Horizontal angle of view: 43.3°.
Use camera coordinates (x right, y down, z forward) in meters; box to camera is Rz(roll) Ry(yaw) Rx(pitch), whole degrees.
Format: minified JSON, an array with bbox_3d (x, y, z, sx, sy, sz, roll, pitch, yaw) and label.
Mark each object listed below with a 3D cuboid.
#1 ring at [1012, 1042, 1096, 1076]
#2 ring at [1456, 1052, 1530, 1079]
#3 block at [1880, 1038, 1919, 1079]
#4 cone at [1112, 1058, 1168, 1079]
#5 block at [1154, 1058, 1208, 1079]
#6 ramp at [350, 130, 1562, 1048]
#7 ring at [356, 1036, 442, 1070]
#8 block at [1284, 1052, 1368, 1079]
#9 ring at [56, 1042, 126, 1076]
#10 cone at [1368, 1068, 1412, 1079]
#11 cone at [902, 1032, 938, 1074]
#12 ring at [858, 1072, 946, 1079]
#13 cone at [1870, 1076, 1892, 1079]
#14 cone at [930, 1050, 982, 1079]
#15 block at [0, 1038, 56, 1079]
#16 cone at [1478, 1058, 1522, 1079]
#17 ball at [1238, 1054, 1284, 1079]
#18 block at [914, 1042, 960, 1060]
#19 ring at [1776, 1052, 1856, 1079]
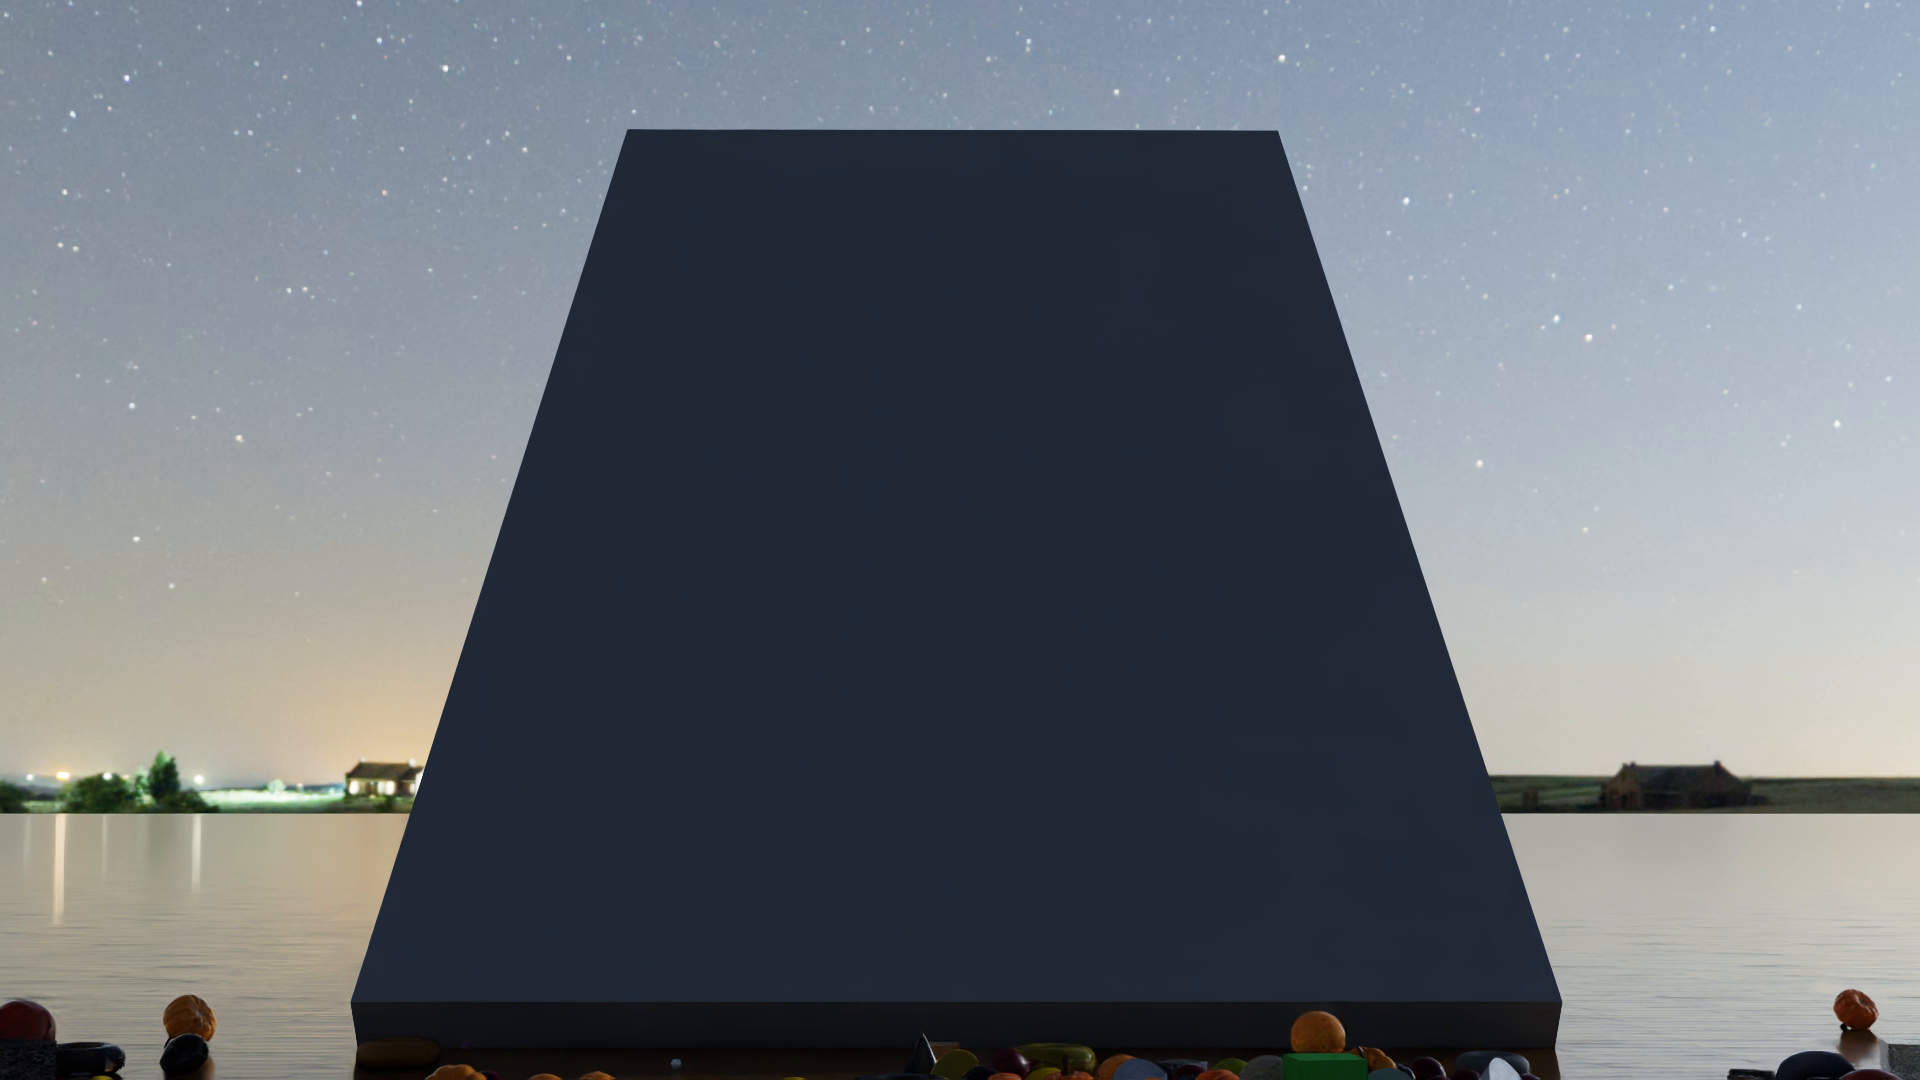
[{"bbox_3d":[0.142,0.785,3.657,0.128,0.043,0.128,1,-7,0],"label":"ring"},{"bbox_3d":[0.789,0.780,3.590,0.109,0.036,0.109,1,-6,0],"label":"ring"},{"bbox_3d":[1.285,0.716,3.242,0.087,0.087,0.087,-1,-6,13],"label":"block"},{"bbox_3d":[0.222,0.731,3.150,0.085,0.085,0.085,2,-33,-20],"label":"cone"},{"bbox_3d":[0.301,0.740,3.307,0.054,0.054,0.054,-5,-8,36],"label":"block"},{"bbox_3d":[-0.013,-0.206,5.745,2.000,0.100,4.000,0,30,0],"label":"ramp"},{"bbox_3d":[-0.868,0.794,3.747,0.130,0.043,0.130,-1,-7,0],"label":"ring"},{"bbox_3d":[0.460,0.695,3.052,0.087,0.087,0.087,1,-6,-6],"label":"block"},{"bbox_3d":[-1.327,0.785,3.658,0.127,0.042,0.127,0,-5,0],"label":"ring"},{"bbox_3d":[0.550,0.726,3.094,0.078,0.078,0.078,-2,-33,14],"label":"cone"},{"bbox_3d":[-0.051,0.723,3.327,0.093,0.093,0.093,0,-6,0],"label":"cone"},{"bbox_3d":[-0.075,0.728,3.172,0.148,0.049,0.148,1,-7,0],"label":"ring"},{"bbox_3d":[1.166,0.729,3.099,0.067,0.067,0.067,3,-33,-22],"label":"cone"},{"bbox_3d":[0.012,0.748,3.301,0.080,0.080,0.080,-4,-34,32],"label":"cone"},{"bbox_3d":[-1.244,0.699,3.137,0.097,0.097,0.097,-4,-8,35],"label":"block"},{"bbox_3d":[0.649,0.713,3.025,0.100,0.100,0.100,-35,-24,28],"label":"cone"},{"bbox_3d":[0.399,0.707,3.130,0.081,0.081,0.081,0,-6,0],"label":"ball"},{"bbox_3d":[-0.033,0.754,3.469,0.062,0.062,0.062,0,-6,3],"label":"block"},{"bbox_3d":[1.164,0.729,3.293,0.103,0.034,0.103,5,-41,4],"label":"ring"}]
